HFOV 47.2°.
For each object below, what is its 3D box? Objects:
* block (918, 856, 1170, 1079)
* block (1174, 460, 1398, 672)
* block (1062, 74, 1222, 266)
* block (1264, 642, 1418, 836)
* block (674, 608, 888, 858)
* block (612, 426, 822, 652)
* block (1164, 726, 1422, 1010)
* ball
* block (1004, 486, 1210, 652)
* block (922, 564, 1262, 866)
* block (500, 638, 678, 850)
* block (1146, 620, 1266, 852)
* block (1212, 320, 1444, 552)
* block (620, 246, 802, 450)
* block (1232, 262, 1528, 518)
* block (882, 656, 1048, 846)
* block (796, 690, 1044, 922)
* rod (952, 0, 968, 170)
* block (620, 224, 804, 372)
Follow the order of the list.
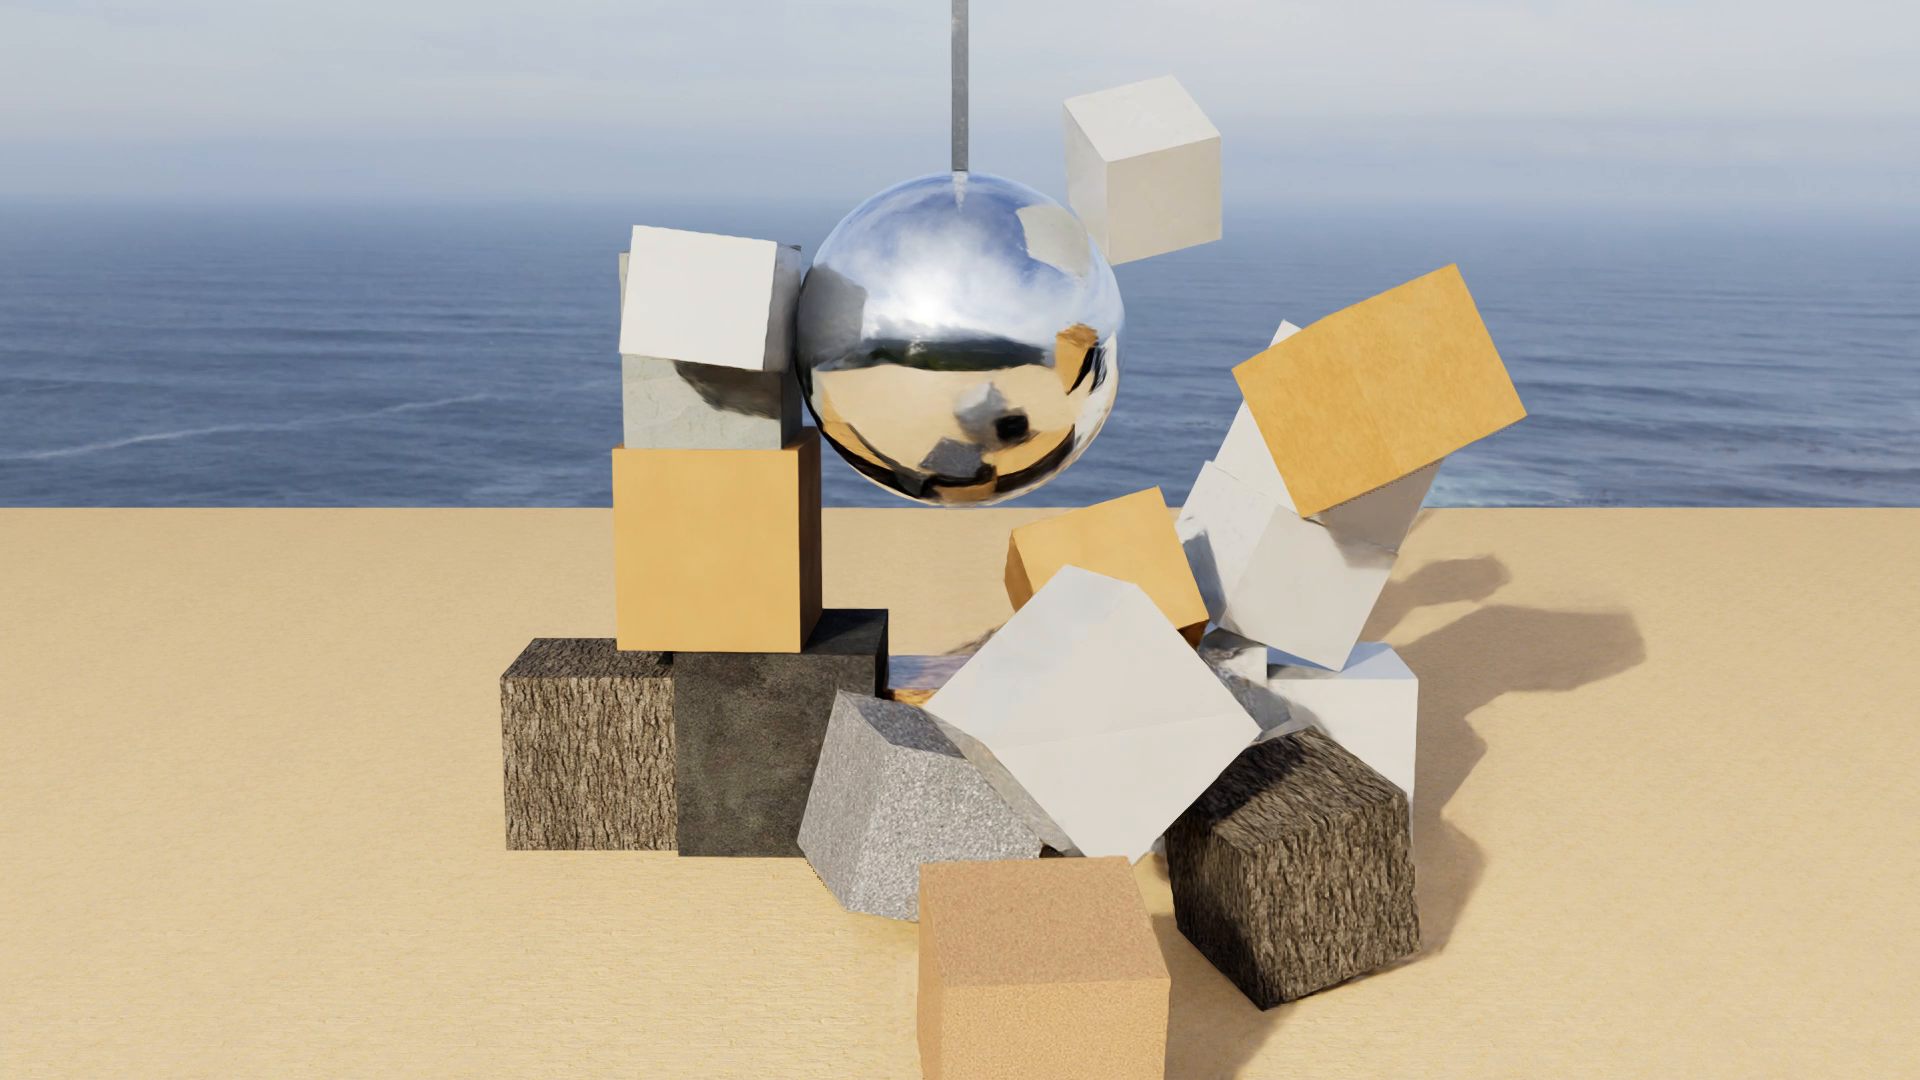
[{"bbox_3d":[0.272,1.672,7.846,0.768,0.751,0.801,-1,22,-6],"label":"block"},{"bbox_3d":[1.583,0.127,11.136,0.785,0.662,0.753,20,10,-27],"label":"block"},{"bbox_3d":[0.838,-1.708,10.136,0.546,0.551,0.593,-15,42,-10],"label":"block"},{"bbox_3d":[1.889,1.045,11.376,0.760,0.873,0.819,0,10,0],"label":"block"},{"bbox_3d":[-0.890,0.970,11.337,0.988,1.034,1.080,0,10,2],"label":"block"},{"bbox_3d":[-1.205,-0.028,11.145,0.904,0.997,0.927,1,10,3],"label":"block"},{"bbox_3d":[1.383,1.365,9.277,0.766,0.749,0.750,-17,23,-17],"label":"block"},{"bbox_3d":[0.000,-0.954,10.509,1.600,1.600,1.600,0,10,0],"label":"ball"},{"bbox_3d":[0.682,0.284,10.490,0.732,0.691,0.713,-16,-20,-8],"label":"block"},{"bbox_3d":[0.512,0.713,8.764,0.846,0.797,0.752,-44,17,-10],"label":"block"},{"bbox_3d":[-1.833,1.039,11.368,0.877,0.889,0.886,0,10,0],"label":"block"},{"bbox_3d":[0.994,0.959,11.361,1.019,1.048,0.962,0,10,0],"label":"block"},{"bbox_3d":[1.897,-0.518,10.978,0.748,0.803,0.690,18,11,-37],"label":"block"},{"bbox_3d":[-1.219,-0.972,10.927,0.763,0.939,0.804,1,10,3],"label":"block"},{"bbox_3d":[1.876,-0.665,9.884,0.810,0.753,0.736,-24,-2,-30],"label":"block"},{"bbox_3d":[0.043,1.078,11.370,0.856,0.811,0.745,0,10,0],"label":"block"},{"bbox_3d":[-0.163,1.240,10.056,0.812,0.757,0.941,13,6,-19],"label":"block"},{"bbox_3d":[0.000,-4.338,10.176,0.080,5.200,0.080,0,6,0],"label":"rod"},{"bbox_3d":[-1.124,-1.090,10.029,0.650,0.568,0.623,8,4,6],"label":"block"}]
